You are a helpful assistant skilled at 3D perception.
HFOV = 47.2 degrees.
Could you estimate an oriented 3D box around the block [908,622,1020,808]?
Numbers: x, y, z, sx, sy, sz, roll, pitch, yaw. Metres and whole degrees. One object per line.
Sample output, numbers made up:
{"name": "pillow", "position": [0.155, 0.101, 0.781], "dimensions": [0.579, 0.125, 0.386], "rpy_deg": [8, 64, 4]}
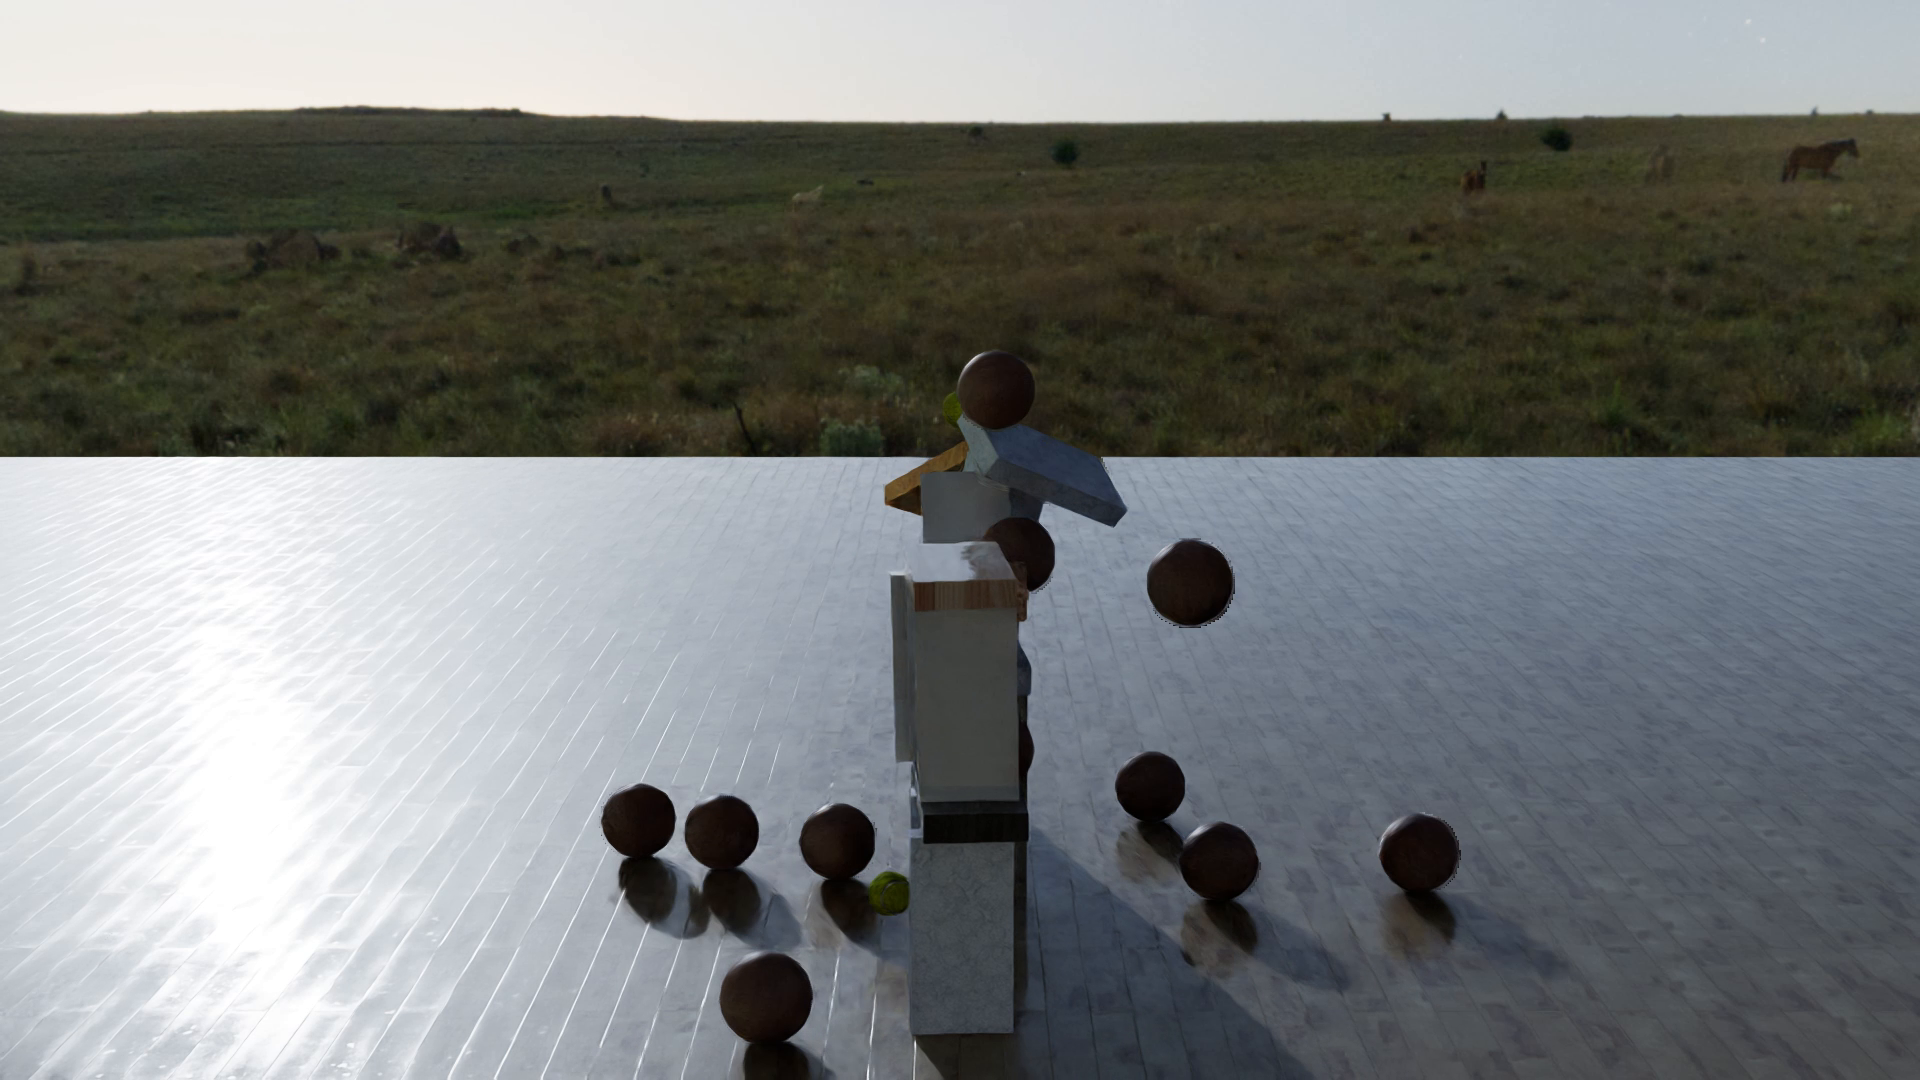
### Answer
{"name": "block", "position": [0.008, 0.261, 3.572], "dimensions": [0.148, 0.375, 0.042], "rpy_deg": [7, 12, 7]}

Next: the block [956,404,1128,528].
{"name": "block", "position": [0.142, -0.126, 3.761], "dimensions": [0.298, 0.042, 0.149], "rpy_deg": [20, 30, -36]}

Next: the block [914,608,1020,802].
{"name": "block", "position": [0.009, 0.224, 3.053], "dimensions": [0.140, 0.279, 0.040], "rpy_deg": [-2, 14, -2]}

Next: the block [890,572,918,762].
{"name": "block", "position": [-0.030, 0.186, 3.258], "dimensions": [0.140, 0.279, 0.040], "rpy_deg": [-2, 7, -3]}

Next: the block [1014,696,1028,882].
{"name": "block", "position": [0.027, 0.411, 3.709], "dimensions": [0.168, 0.337, 0.048], "rpy_deg": [-1, 11, -5]}

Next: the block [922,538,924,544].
{"name": "block", "position": [0.000, 0.021, 3.902], "dimensions": [0.131, 0.262, 0.037], "rpy_deg": [0, 20, -2]}

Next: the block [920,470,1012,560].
{"name": "block", "position": [0.014, 0.033, 3.726], "dimensions": [0.149, 0.298, 0.042], "rpy_deg": [-3, -4, -1]}

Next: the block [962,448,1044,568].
{"name": "block", "position": [0.050, 0.005, 3.814], "dimensions": [0.149, 0.298, 0.042], "rpy_deg": [14, 1, -30]}

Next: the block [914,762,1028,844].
{"name": "block", "position": [0.013, 0.369, 3.158], "dimensions": [0.145, 0.041, 0.290], "rpy_deg": [-1, 11, -4]}

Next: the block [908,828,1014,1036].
{"name": "block", "position": [0.002, 0.550, 3.091], "dimensions": [0.145, 0.290, 0.041], "rpy_deg": [-1, 11, -3]}

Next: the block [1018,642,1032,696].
{"name": "block", "position": [0.020, 0.203, 3.780], "dimensions": [0.168, 0.048, 0.337], "rpy_deg": [-1, 11, -5]}

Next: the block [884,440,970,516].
{"name": "block", "position": [-0.005, -0.107, 3.939], "dimensions": [0.131, 0.037, 0.262], "rpy_deg": [17, -29, -35]}

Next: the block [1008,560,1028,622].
{"name": "block", "position": [0.028, 0.073, 3.424], "dimensions": [0.148, 0.042, 0.297], "rpy_deg": [5, 9, 0]}

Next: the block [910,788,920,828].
{"name": "block", "position": [-0.001, 0.515, 3.281], "dimensions": [0.145, 0.290, 0.041], "rpy_deg": [-1, 11, -3]}

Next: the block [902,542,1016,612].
{"name": "block", "position": [-0.004, 0.049, 3.117], "dimensions": [0.140, 0.040, 0.279], "rpy_deg": [-2, 11, -4]}
